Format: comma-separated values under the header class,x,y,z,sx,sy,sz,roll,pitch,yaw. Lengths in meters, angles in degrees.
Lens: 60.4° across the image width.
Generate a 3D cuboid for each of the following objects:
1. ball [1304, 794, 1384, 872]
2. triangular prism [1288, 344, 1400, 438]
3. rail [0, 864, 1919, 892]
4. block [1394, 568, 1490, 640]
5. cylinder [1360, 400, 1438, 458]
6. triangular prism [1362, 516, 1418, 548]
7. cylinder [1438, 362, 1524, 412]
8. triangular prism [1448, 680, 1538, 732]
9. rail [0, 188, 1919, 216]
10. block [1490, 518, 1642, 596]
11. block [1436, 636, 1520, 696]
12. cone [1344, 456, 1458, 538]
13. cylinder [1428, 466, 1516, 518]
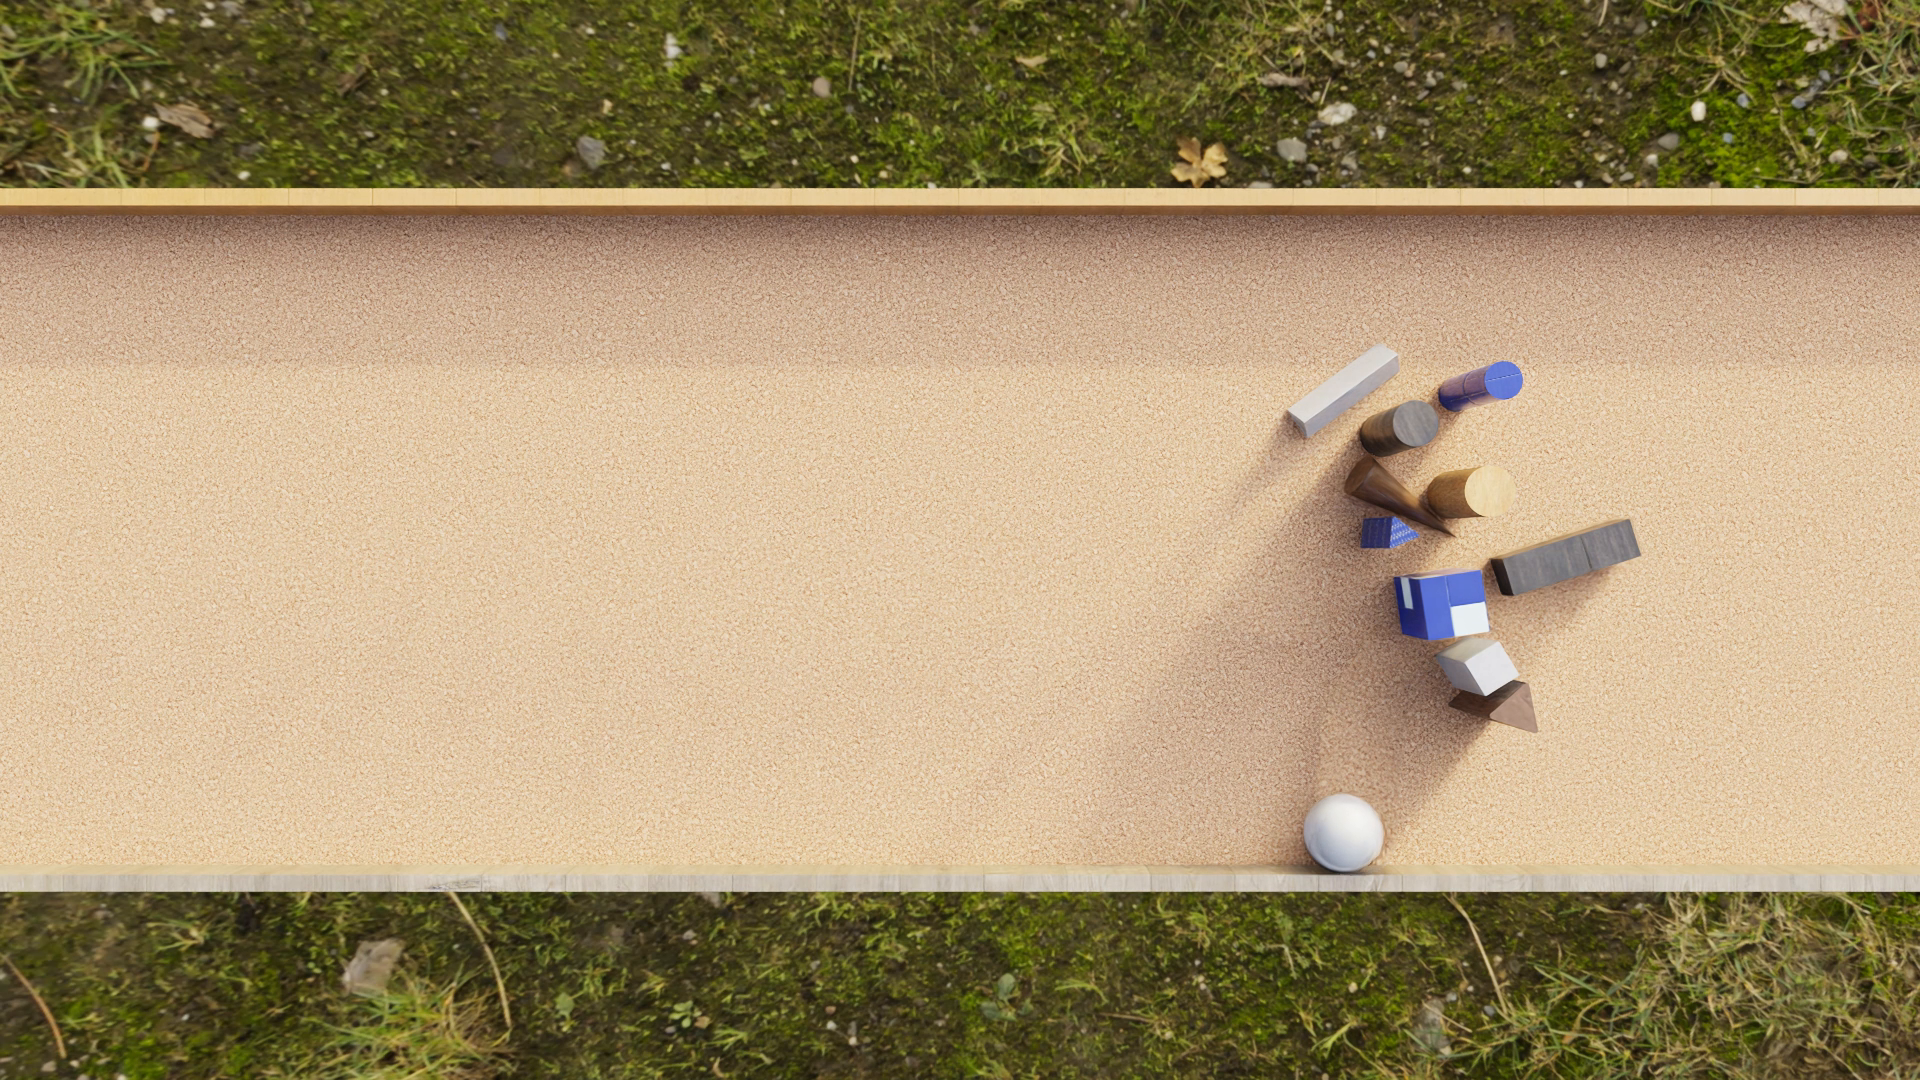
class,x,y,z,sx,sy,sz,roll,pitch,yaw
ball,1.154,0.881,4.960,0.233,0.233,0.233,0,90,0
triangular prism,1.179,-0.460,5.028,0.350,0.093,0.107,-36,90,0
rail,-2.247,1.025,5.001,12.000,0.150,0.050,0,90,0
block,1.433,0.188,4.918,0.179,0.312,0.179,-9,90,1
cylinder,1.305,-0.329,4.913,0.135,0.319,0.135,0,87,-3
triangular prism,1.260,-0.031,4.903,0.091,0.347,0.079,-24,90,0
cylinder,1.526,-0.448,4.852,0.108,0.448,0.108,0,90,0
triangular prism,1.598,0.470,4.898,0.147,0.355,0.127,19,89,-2
rail,-2.247,-1.025,5.002,12.000,0.150,0.050,0,90,0
block,1.840,0.053,5.018,0.401,0.118,0.118,-17,90,0
block,1.539,0.373,4.923,0.116,0.307,0.116,-32,90,0
cone,1.372,-0.102,5.043,0.384,0.135,0.135,31,90,-10
cylinder,1.511,-0.139,4.889,0.145,0.376,0.145,0,90,0
